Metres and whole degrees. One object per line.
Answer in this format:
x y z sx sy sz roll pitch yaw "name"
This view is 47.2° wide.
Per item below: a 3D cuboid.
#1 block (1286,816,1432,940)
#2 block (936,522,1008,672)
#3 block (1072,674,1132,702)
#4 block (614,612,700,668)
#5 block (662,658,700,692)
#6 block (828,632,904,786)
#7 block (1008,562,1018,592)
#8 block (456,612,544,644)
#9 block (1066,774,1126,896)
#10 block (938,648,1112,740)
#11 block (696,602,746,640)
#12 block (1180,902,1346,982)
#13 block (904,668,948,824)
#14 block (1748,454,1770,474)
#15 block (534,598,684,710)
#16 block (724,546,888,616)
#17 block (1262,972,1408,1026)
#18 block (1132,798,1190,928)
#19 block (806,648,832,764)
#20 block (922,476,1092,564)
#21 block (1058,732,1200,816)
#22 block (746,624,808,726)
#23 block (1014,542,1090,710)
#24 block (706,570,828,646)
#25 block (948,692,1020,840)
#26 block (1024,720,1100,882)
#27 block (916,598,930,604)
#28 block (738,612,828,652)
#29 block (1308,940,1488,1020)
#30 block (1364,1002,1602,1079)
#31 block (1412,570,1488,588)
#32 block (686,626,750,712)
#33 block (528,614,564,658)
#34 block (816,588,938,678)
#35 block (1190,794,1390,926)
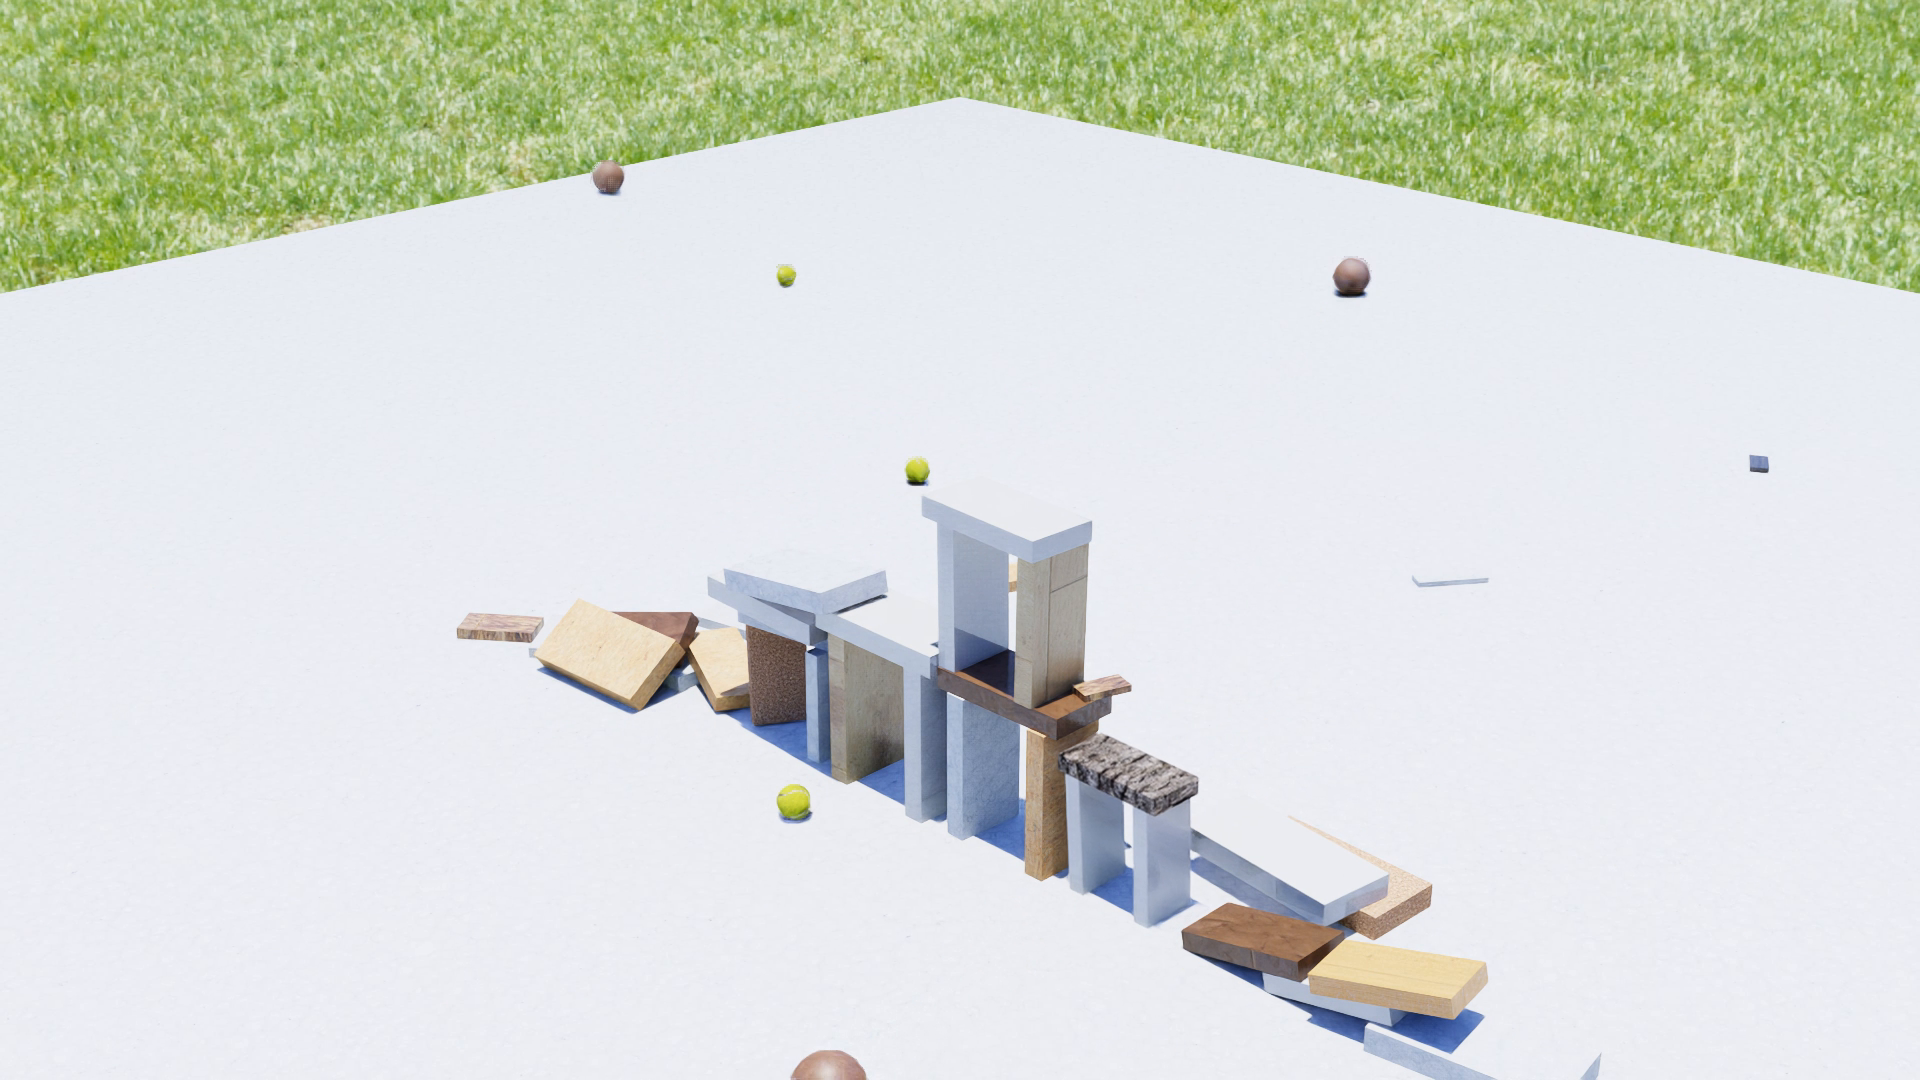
0.705 0.640 4.190 0.173 0.049 0.346 -20 30 -38 "block"
0.026 0.090 4.247 0.043 0.304 0.152 20 30 41 "block"
0.268 0.281 4.168 0.103 0.015 0.051 -11 25 -24 "block"
-0.734 0.228 5.034 0.259 0.037 0.130 -1 53 28 "block"
-0.678 0.272 5.072 0.130 0.037 0.259 -21 31 -40 "block"
-0.192 0.325 4.566 0.047 0.335 0.167 21 31 40 "block"
0.128 0.094 5.501 0.208 0.029 0.104 -10 25 -22 "block"
-1.093 0.209 5.235 0.184 0.026 0.092 3 23 7 "block"
0.259 0.539 4.177 0.121 0.242 0.034 -21 26 -40 "block"
0.122 0.288 4.226 0.312 0.044 0.156 21 31 40 "block"
-0.533 0.197 5.262 0.184 0.026 0.092 14 27 30 "block"
0.543 0.718 3.944 0.134 0.038 0.267 -22 19 -40 "block"
-0.035 0.386 4.422 0.047 0.335 0.167 21 31 41 "block"
2.271 -0.216 6.252 0.051 0.015 0.103 7 24 16 "block"
-0.796 0.257 4.982 0.338 0.048 0.169 19 64 38 "block"
-0.323 0.083 4.568 0.169 0.048 0.338 -20 20 -37 "block"
0.675 0.768 3.823 0.134 0.038 0.267 -24 20 -40 "block"
0.374 0.585 4.071 0.121 0.242 0.034 -21 28 -40 "block"
-0.266 0.335 4.648 0.036 0.252 0.126 22 31 40 "block"
0.085 -0.041 4.109 0.152 0.043 0.304 -19 30 -38 "block"
0.311 0.433 4.073 0.121 0.034 0.242 -21 31 -40 "block"
-0.397 0.273 4.791 0.126 0.252 0.036 -6 16 -14 "block"
0.171 0.149 4.106 0.043 0.304 0.152 21 31 39 "block"
-0.365 0.124 4.666 0.169 0.048 0.338 -21 31 -39 "block"
0.047 0.426 4.358 0.156 0.312 0.044 -20 30 -38 "block"
0.195 0.484 4.220 0.044 0.312 0.156 21 31 41 "block"
-0.138 0.196 5.262 0.104 0.029 0.208 3 23 7 "block"
-0.335 0.167 4.672 0.252 0.036 0.126 16 28 32 "block"
0.742 0.742 3.727 0.267 0.038 0.134 2 20 39 "block"
0.872 0.856 3.681 0.346 0.049 0.173 16 28 34 "block"
1.229 0.097 5.514 0.183 0.015 0.051 -4 23 -9 "block"
-0.528 0.289 4.963 0.130 0.037 0.259 -6 34 -24 "block"
-0.944 0.229 5.189 0.092 0.026 0.184 3 23 7 "block"
-0.117 0.179 4.422 0.167 0.047 0.335 -21 31 -40 "block"
0.609 0.602 4.155 0.173 0.049 0.374 -17 28 -35 "block"
